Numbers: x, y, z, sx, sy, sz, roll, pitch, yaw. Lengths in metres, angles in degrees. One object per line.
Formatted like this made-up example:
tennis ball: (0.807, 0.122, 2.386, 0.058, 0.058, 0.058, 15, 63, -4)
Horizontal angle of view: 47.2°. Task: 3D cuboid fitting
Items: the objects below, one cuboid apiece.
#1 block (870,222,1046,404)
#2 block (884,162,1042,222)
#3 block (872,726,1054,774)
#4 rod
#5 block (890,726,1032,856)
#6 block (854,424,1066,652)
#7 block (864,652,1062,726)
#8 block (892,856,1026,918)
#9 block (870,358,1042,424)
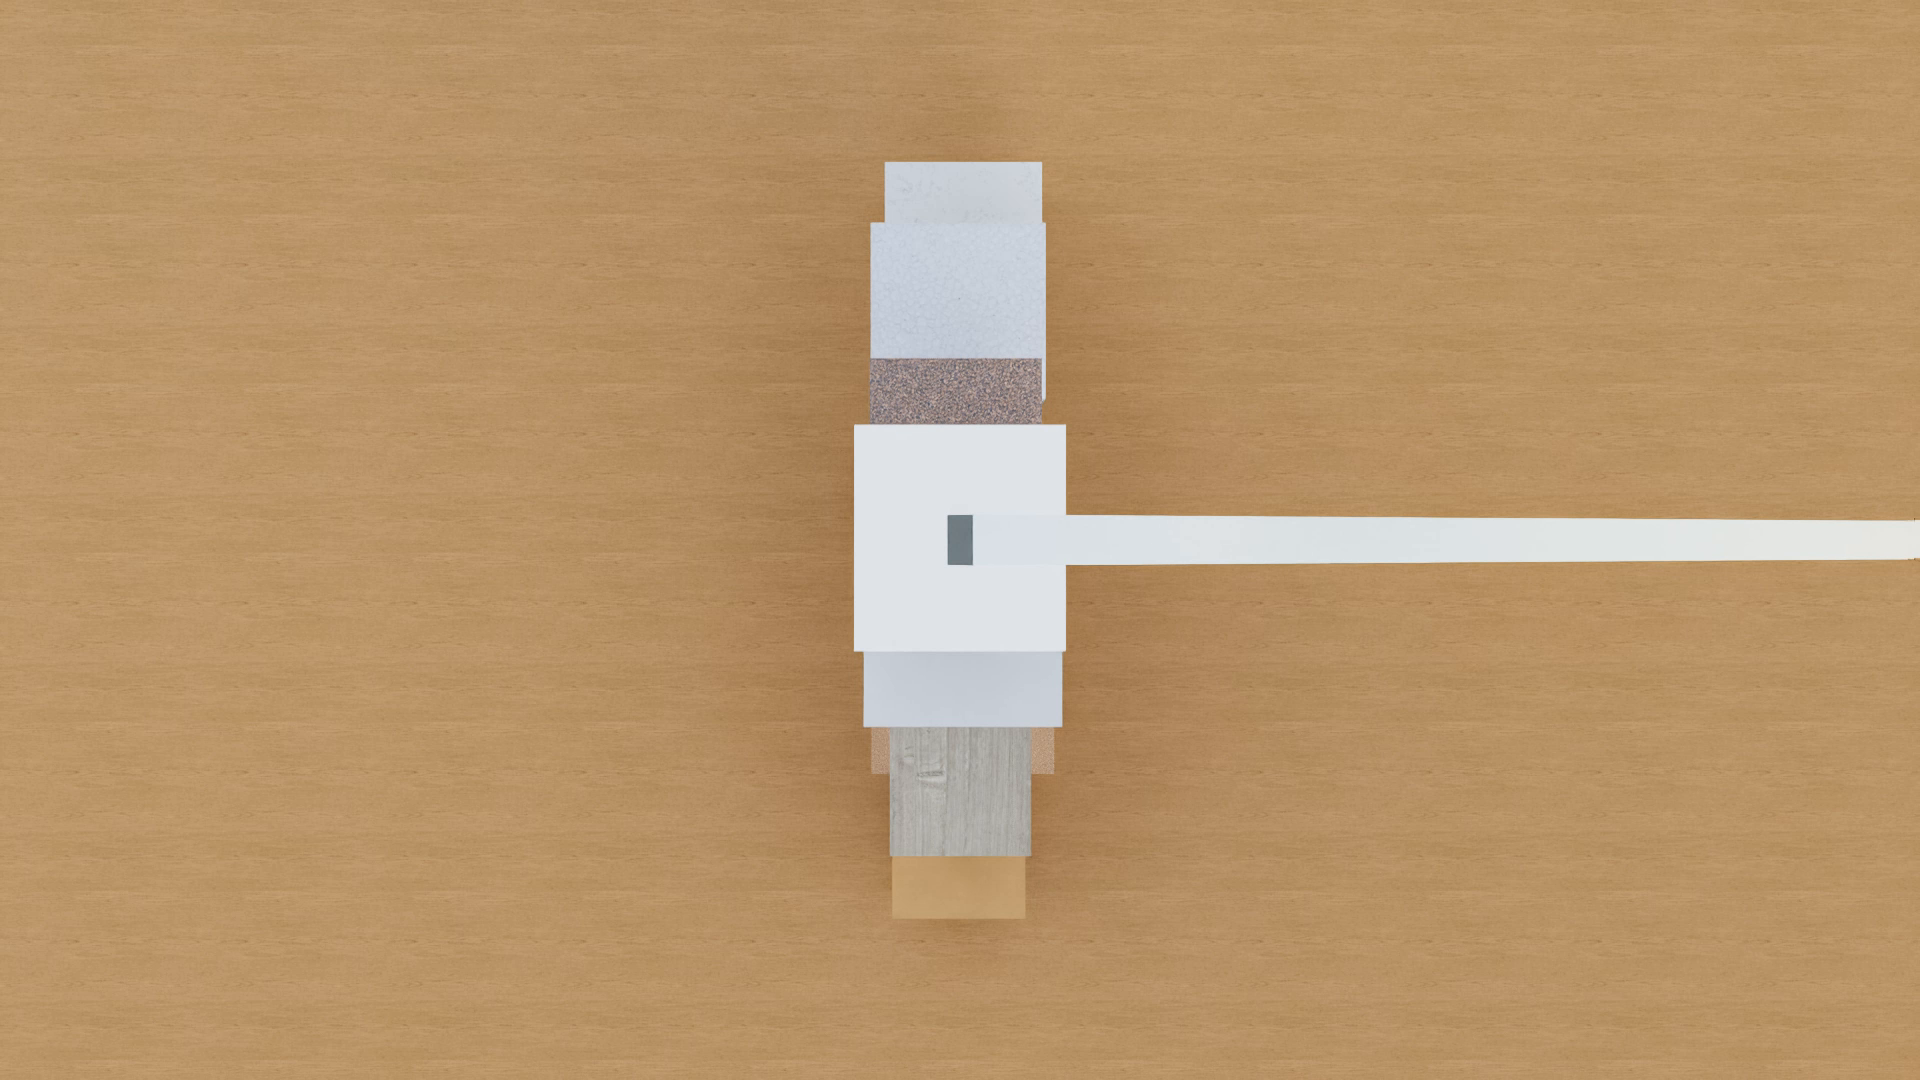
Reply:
block: (-0.009, -1.179, 11.724, 0.899, 0.828, 0.907, 0, 90, 0)
block: (0.020, -1.674, 12.595, 0.871, 0.810, 0.844, 0, 90, 0)
block: (0.016, 0.850, 12.536, 1.005, 0.929, 0.869, 0, 90, 0)
rod: (2.234, 0.000, 4.808, 5.200, 0.080, 0.080, 0, 90, -31)
block: (0.002, 1.239, 11.712, 0.729, 0.719, 0.787, 0, 90, 0)
block: (0.000, -0.006, 7.465, 0.686, 0.670, 0.734, 0, 90, 0)
block: (0.013, 0.374, 10.129, 0.881, 0.745, 0.910, 0, 90, 0)
block: (-0.006, 1.695, 12.585, 0.736, 0.831, 0.801, 0, 90, 0)
block: (-0.019, -0.452, 10.299, 0.780, 0.711, 0.740, 0, 90, 0)
